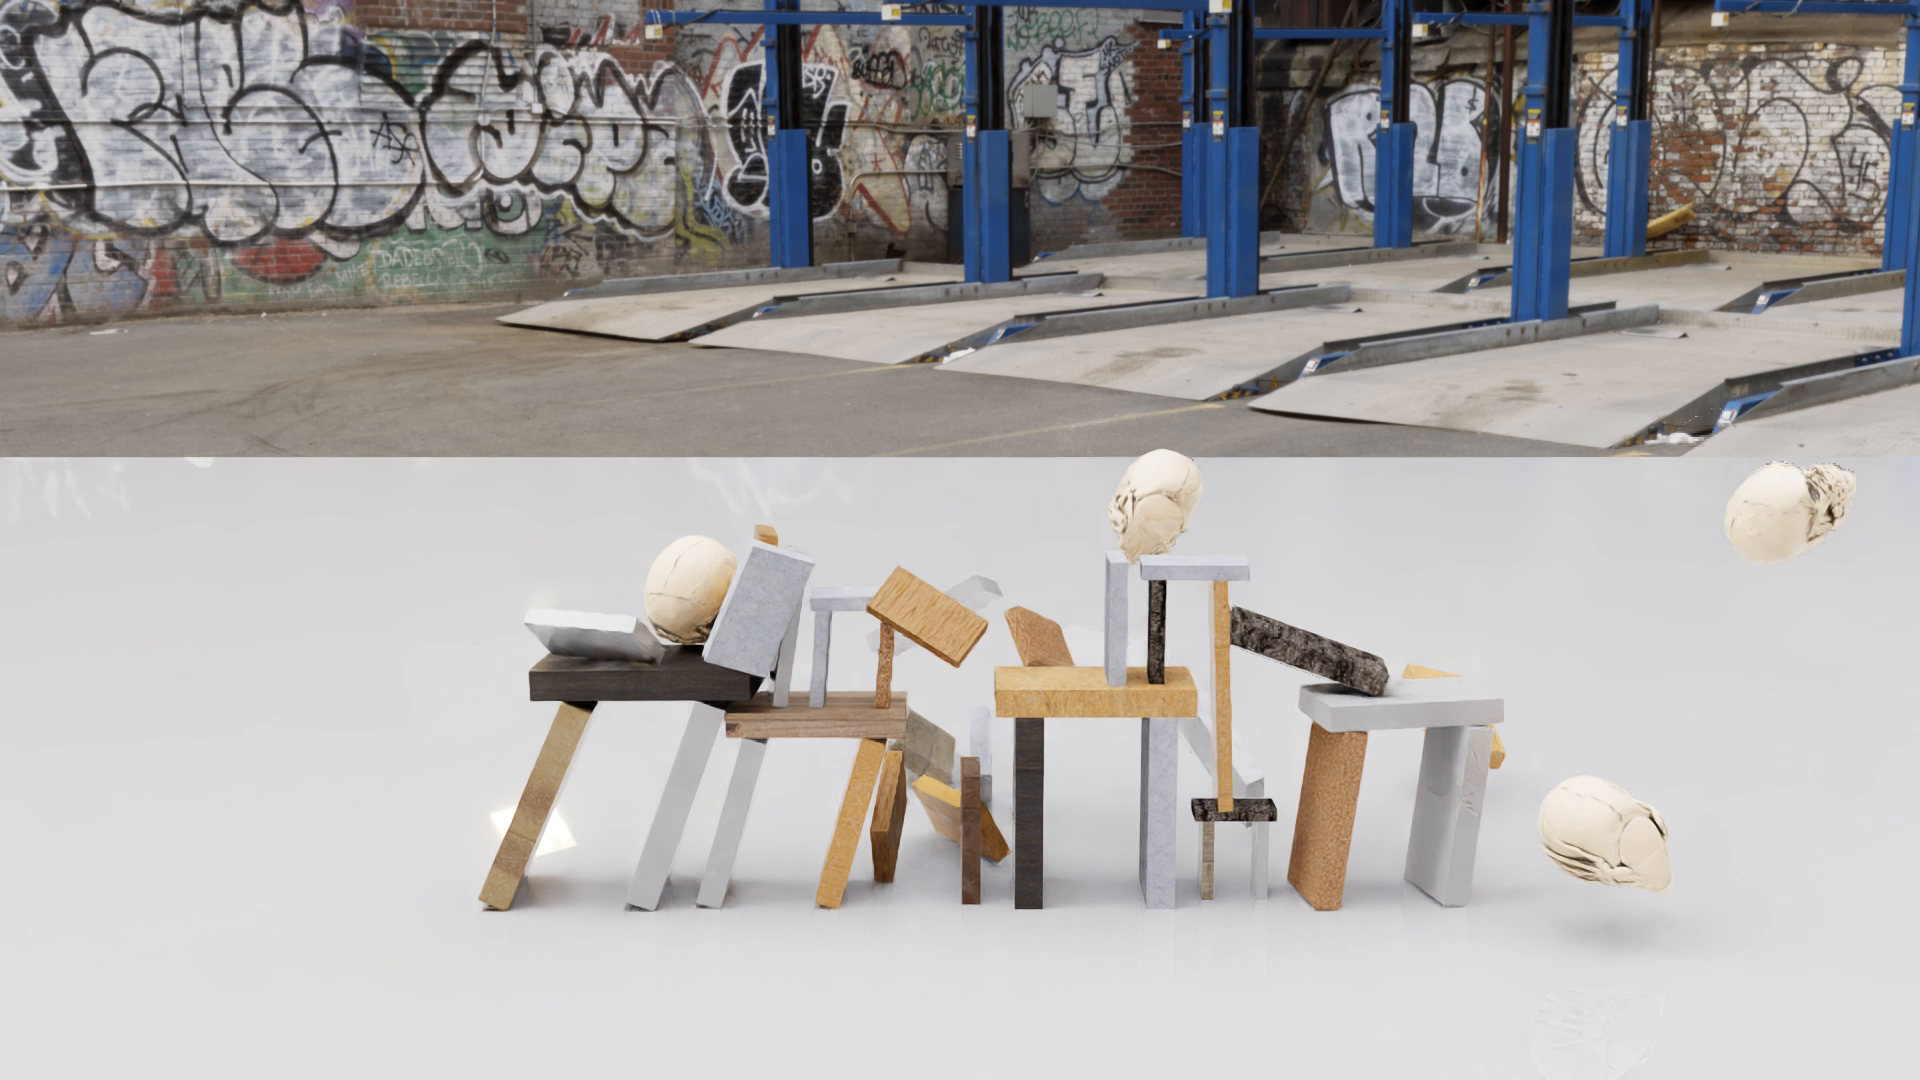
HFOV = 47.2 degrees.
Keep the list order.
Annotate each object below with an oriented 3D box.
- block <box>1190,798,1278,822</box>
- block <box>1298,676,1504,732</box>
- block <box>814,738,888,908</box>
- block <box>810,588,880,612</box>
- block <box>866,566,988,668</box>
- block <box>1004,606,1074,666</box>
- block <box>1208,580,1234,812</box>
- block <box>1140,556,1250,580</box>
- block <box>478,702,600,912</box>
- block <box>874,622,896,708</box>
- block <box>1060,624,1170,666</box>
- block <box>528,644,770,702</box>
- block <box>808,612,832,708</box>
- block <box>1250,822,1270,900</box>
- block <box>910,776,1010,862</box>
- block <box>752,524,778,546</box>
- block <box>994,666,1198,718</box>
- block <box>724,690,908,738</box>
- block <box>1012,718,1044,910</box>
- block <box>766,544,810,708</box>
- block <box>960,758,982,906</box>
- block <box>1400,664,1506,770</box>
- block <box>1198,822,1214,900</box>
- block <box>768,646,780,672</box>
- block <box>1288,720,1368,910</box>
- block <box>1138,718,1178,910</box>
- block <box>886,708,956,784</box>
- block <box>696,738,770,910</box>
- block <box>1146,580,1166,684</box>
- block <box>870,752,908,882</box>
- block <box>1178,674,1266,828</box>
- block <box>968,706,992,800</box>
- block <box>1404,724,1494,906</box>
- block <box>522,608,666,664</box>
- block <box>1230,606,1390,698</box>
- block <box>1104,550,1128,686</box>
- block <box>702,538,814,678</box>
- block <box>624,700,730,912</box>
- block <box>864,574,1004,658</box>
[{"bbox_3d":[0.454,0.447,3.645,0.135,0.019,0.068,0,11,0],"label":"block"},{"bbox_3d":[0.727,0.270,3.628,0.298,0.042,0.149,-2,11,-11],"label":"block"},{"bbox_3d":[-0.178,0.448,3.639,0.041,0.290,0.145,16,10,-3],"label":"block"},{"bbox_3d":[-0.163,0.096,3.574,0.159,0.023,0.080,0,11,-2],"label":"block"},{"bbox_3d":[-0.052,0.122,3.506,0.175,0.087,0.025,32,-25,14],"label":"block"},{"bbox_3d":[0.141,0.181,3.821,0.029,0.102,0.204,-26,-19,16],"label":"block"},{"bbox_3d":[0.427,0.248,3.608,0.024,0.387,0.086,-2,10,1],"label":"block"},{"bbox_3d":[0.380,0.045,3.573,0.172,0.024,0.086,0,11,3],"label":"block"},{"bbox_3d":[-0.691,0.418,3.641,0.051,0.359,0.180,24,9,-5],"label":"block"},{"bbox_3d":[-0.121,0.186,3.590,0.023,0.159,0.080,5,10,-1],"label":"block"},{"bbox_3d":[0.270,0.219,3.965,0.204,0.029,0.102,10,51,8],"label":"block"},{"bbox_3d":[-0.506,0.217,3.609,0.359,0.051,0.180,-1,11,5],"label":"block"},{"bbox_3d":[-0.227,0.186,3.590,0.023,0.159,0.080,4,10,-1],"label":"block"},{"bbox_3d":[0.499,0.523,3.659,0.019,0.135,0.068,0,11,0],"label":"block"},{"bbox_3d":[0.000,0.490,3.880,0.031,0.110,0.220,-36,23,-20],"label":"block"},{"bbox_3d":[-0.330,0.086,3.570,0.029,0.208,0.104,8,8,-11],"label":"block"},{"bbox_3d":[0.220,0.249,3.612,0.323,0.046,0.162,0,11,0],"label":"block"},{"bbox_3d":[-0.233,0.285,3.609,0.290,0.041,0.145,0,11,0],"label":"block"},{"bbox_3d":[0.113,0.430,3.644,0.046,0.323,0.162,0,11,0],"label":"block"},{"bbox_3d":[-0.281,0.139,3.589,0.025,0.254,0.087,7,9,-12],"label":"block"},{"bbox_3d":[0.018,0.482,3.648,0.031,0.220,0.110,0,11,-1],"label":"block"},{"bbox_3d":[0.934,0.332,4.173,0.133,0.038,0.265,13,26,-10],"label":"block"},{"bbox_3d":[0.409,0.523,3.659,0.019,0.135,0.068,0,11,0],"label":"block"},{"bbox_3d":[-0.298,0.114,3.545,0.025,0.175,0.087,9,15,-13],"label":"block"},{"bbox_3d":[0.606,0.443,3.635,0.042,0.298,0.149,6,9,-11],"label":"block"},{"bbox_3d":[0.328,0.430,3.644,0.046,0.323,0.162,0,11,0],"label":"block"},{"bbox_3d":[-0.075,0.409,4.365,0.128,0.036,0.256,33,10,-5],"label":"block"},{"bbox_3d":[-0.371,0.448,3.639,0.041,0.290,0.145,16,10,-3],"label":"block"},{"bbox_3d":[0.321,0.141,3.594,0.024,0.172,0.086,1,11,2],"label":"block"},{"bbox_3d":[-0.122,0.475,3.790,0.031,0.110,0.220,0,32,6],"label":"block"},{"bbox_3d":[0.471,0.382,3.996,0.038,0.133,0.266,-22,49,-12],"label":"block"},{"bbox_3d":[0.039,0.397,4.074,0.036,0.128,0.257,-2,-16,1],"label":"block"},{"bbox_3d":[0.810,0.440,3.651,0.042,0.298,0.149,4,9,-16],"label":"block"},{"bbox_3d":[-0.591,0.155,3.553,0.208,0.029,0.104,4,-31,25],"label":"block"},{"bbox_3d":[0.574,0.183,3.647,0.265,0.038,0.133,20,12,2],"label":"block"},{"bbox_3d":[0.254,0.127,3.583,0.029,0.204,0.102,0,11,0],"label":"block"},{"bbox_3d":[-0.318,0.108,3.460,0.104,0.208,0.029,17,18,-23],"label":"block"},{"bbox_3d":[-0.461,0.415,3.640,0.051,0.359,0.180,20,10,-4],"label":"block"},{"bbox_3d":[-0.050,0.151,4.334,0.257,0.036,0.128,-29,-15,13],"label":"block"}]
